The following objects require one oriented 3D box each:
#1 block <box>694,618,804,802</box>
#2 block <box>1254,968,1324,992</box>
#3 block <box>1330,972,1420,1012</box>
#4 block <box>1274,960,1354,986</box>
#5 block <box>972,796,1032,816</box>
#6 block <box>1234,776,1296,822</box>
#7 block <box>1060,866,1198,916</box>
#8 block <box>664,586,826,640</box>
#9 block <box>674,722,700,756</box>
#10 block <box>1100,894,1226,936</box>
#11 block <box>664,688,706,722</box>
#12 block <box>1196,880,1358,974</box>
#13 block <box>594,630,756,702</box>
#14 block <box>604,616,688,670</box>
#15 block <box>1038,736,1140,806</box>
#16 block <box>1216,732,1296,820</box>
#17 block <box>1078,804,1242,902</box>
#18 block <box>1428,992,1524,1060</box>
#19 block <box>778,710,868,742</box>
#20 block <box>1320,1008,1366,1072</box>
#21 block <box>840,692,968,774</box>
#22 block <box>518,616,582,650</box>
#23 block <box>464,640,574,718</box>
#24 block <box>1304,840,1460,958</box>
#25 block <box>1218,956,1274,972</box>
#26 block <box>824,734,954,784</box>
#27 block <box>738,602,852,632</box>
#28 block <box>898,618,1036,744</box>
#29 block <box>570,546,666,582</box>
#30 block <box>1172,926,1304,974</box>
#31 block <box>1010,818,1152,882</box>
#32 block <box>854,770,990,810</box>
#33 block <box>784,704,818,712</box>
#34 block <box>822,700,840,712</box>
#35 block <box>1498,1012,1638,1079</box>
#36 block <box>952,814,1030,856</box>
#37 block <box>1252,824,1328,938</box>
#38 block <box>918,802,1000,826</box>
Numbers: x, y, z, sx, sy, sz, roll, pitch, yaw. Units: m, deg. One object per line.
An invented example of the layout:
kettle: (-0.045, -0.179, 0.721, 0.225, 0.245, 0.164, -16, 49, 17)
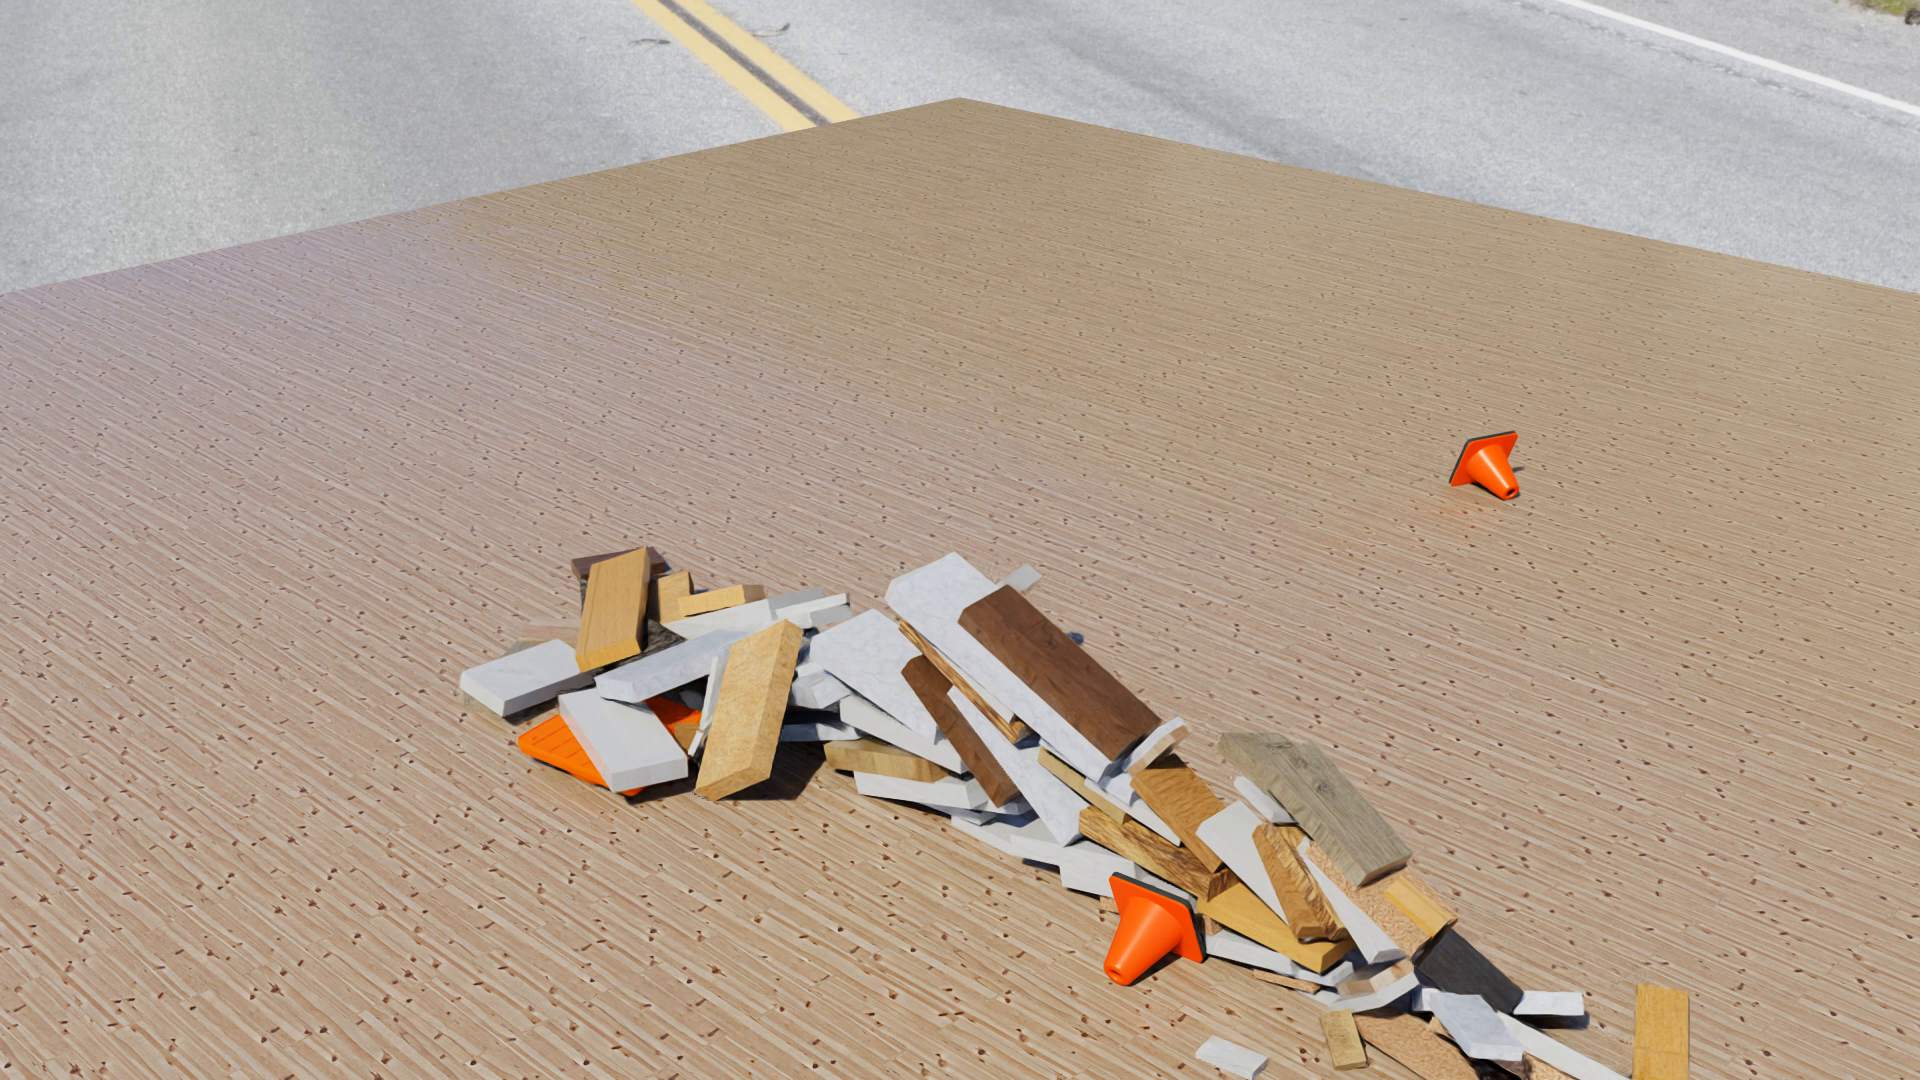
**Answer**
block: (-0.434, 0.349, 4.535, 0.179, 0.051, 0.358, -26, 41, 40)
block: (0.590, 0.768, 3.897, 0.125, 0.018, 0.063, 6, 21, 43)
block: (0.704, 0.773, 3.743, 0.082, 0.023, 0.164, -24, -8, -25)
block: (0.620, 0.752, 3.864, 0.125, 0.018, 0.063, 4, 20, 45)
block: (0.085, 0.508, 4.336, 0.087, 0.025, 0.174, -22, 14, -40)
block: (0.545, 0.458, 3.882, 0.067, 0.019, 0.133, 4, 20, -26)
block: (0.354, 0.622, 4.104, 0.310, 0.044, 0.155, 5, 20, 44)
block: (-0.489, 0.172, 4.991, 0.353, 0.050, 0.176, -14, -1, 41)
block: (-0.572, 0.418, 4.614, 0.054, 0.015, 0.107, 0, 26, -8)
block: (0.402, 0.665, 4.074, 0.265, 0.037, 0.132, 5, 20, 45)
block: (-0.572, 0.372, 4.856, 0.151, 0.021, 0.076, 17, 28, 35)
block: (0.566, 0.668, 3.893, 0.265, 0.037, 0.132, 23, 32, 37)
block: (-0.603, 0.267, 4.713, 0.320, 0.045, 0.160, -21, 14, -35)
block: (-0.711, 0.253, 4.945, 0.152, 0.043, 0.303, -27, 22, -23)
block: (0.266, 0.401, 4.071, 0.221, 0.031, 0.111, 33, 38, 32)
block: (0.587, 0.422, 3.929, 0.133, 0.038, 0.265, 3, 21, -29)
block: (0.385, 0.551, 4.034, 0.155, 0.044, 0.310, -21, 33, -40)
block: (0.812, 0.765, 3.466, 0.086, 0.024, 0.173, 7, 14, -11)
block: (-0.263, 0.386, 4.683, 0.265, 0.037, 0.132, -7, 12, 46)
block: (0.645, 0.842, 3.705, 0.054, 0.015, 0.107, -10, 42, -1)
block: (-0.060, 0.362, 4.411, 0.174, 0.049, 0.347, -23, 30, -40)
block: (-0.908, 0.228, 5.181, 0.234, 0.033, 0.117, 4, 23, 9)
block: (-0.993, 0.312, 4.973, 0.141, 0.040, 0.283, 5, 24, 13)
block: (0.717, 0.586, 3.736, 0.124, 0.035, 0.248, -21, 56, -41)
block: (0.531, 0.744, 3.951, 0.125, 0.018, 0.063, 5, 20, 44)
block: (-0.105, 0.427, 4.502, 0.174, 0.049, 0.347, -21, 14, -37)
block: (-0.462, 0.207, 4.916, 0.536, 0.033, 0.117, -14, -1, 45)
block: (0.054, 0.236, 4.225, 0.165, 0.047, 0.330, -24, 59, -42)
block: (-0.866, 0.066, 5.566, 0.215, 0.030, 0.108, -9, 25, -21)
block: (0.528, 0.712, 3.964, 0.265, 0.037, 0.132, 6, 20, 45)
block: (0.262, 0.574, 4.173, 0.310, 0.044, 0.155, 5, 20, 45)
block: (-0.037, 0.474, 4.449, 0.174, 0.049, 0.347, -22, 14, -39)
block: (-0.270, 0.333, 4.795, 0.132, 0.037, 0.265, -22, 10, -39)
block: (-0.261, 0.309, 4.655, 0.132, 0.037, 0.265, -26, 12, -24)
block: (1.013, 0.857, 3.601, 0.266, 0.038, 0.133, 23, -3, 43)
block: (0.075, 0.572, 4.380, 0.087, 0.025, 0.174, -22, 31, -40)
block: (0.599, 0.593, 3.836, 0.111, 0.031, 0.222, 4, 42, -23)
block: (0.005, 0.524, 4.432, 0.174, 0.025, 0.087, 14, 27, 42)
